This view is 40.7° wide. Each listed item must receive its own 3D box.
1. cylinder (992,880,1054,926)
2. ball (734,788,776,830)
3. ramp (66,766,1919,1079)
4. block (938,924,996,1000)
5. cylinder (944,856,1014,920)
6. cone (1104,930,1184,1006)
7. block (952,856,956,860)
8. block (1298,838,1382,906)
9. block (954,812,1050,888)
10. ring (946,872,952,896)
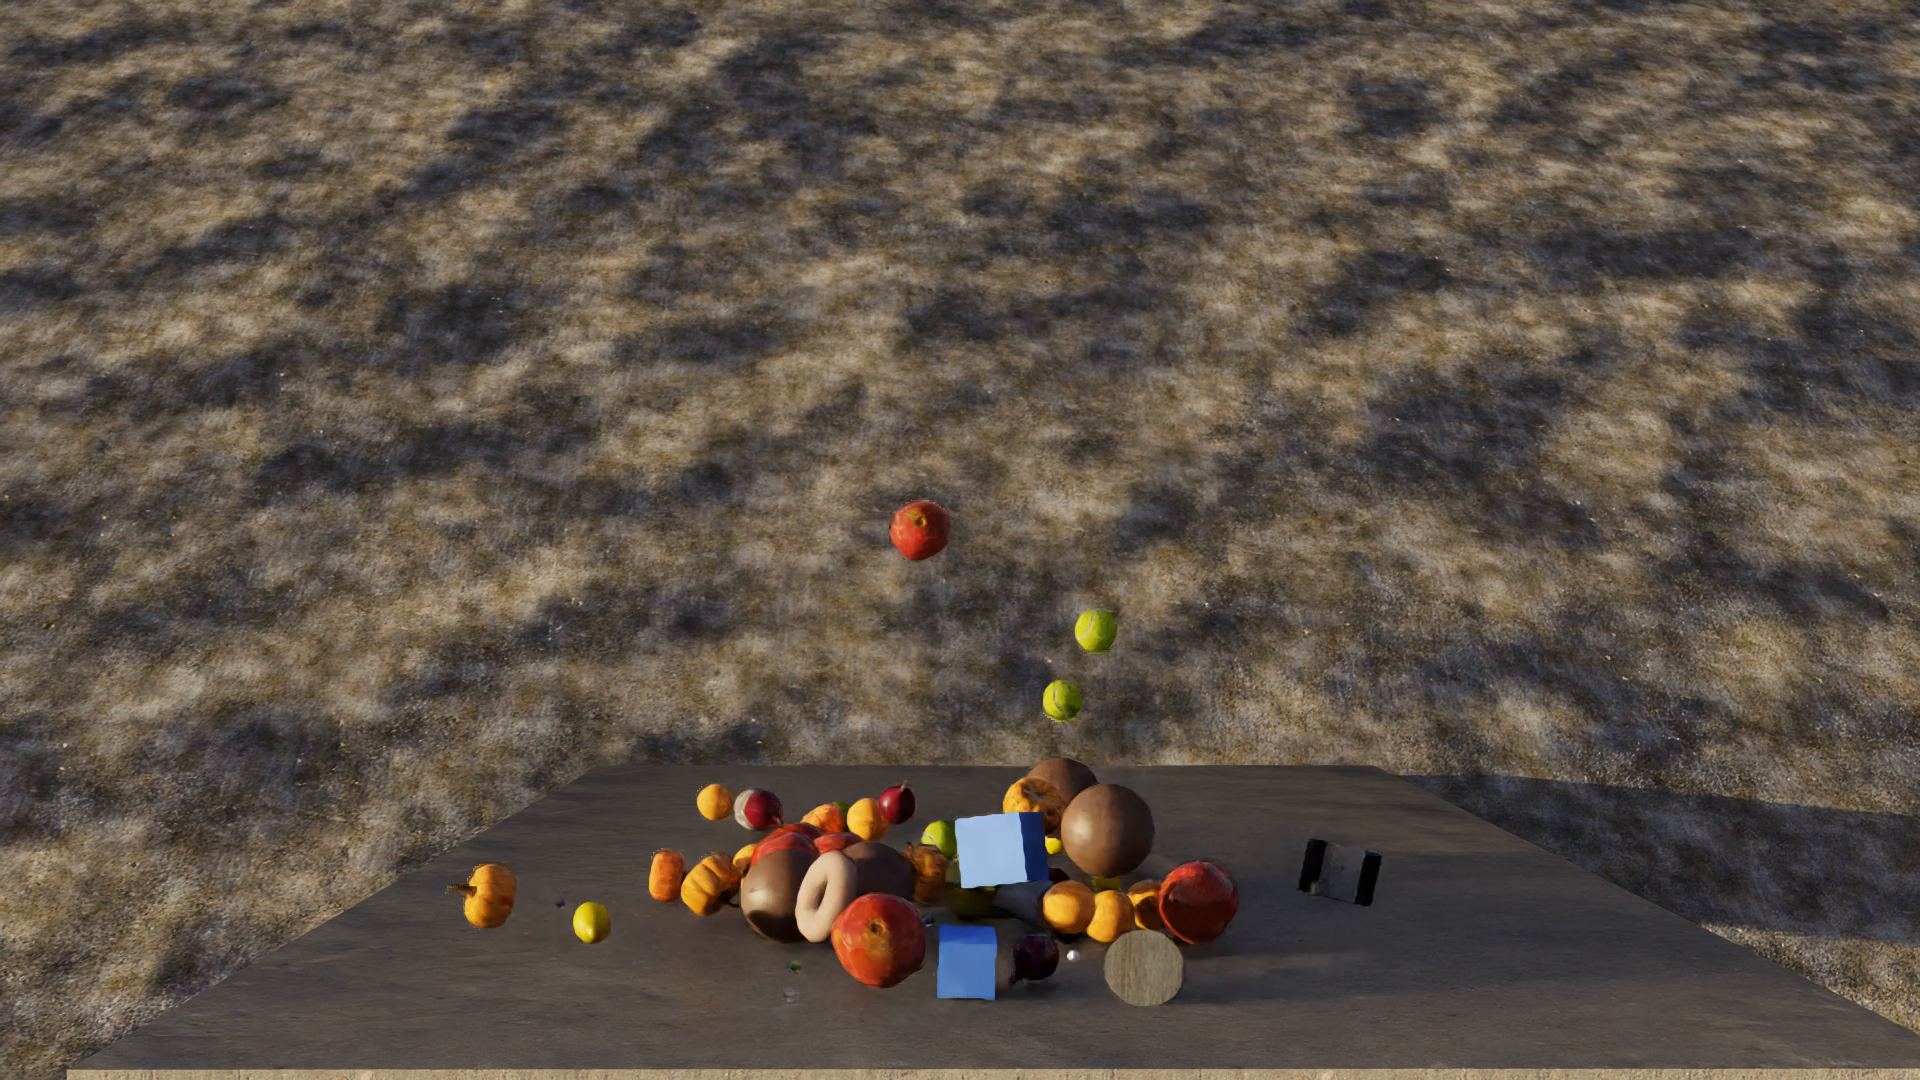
[{"bbox_3d":[0.090,0.507,3.708,0.069,0.069,0.069,23,35,5],"label":"cylinder"},{"bbox_3d":[-0.403,0.528,5.086,0.083,0.083,0.083,0,31,0],"label":"ball"},{"bbox_3d":[0.070,0.617,4.694,2.000,0.100,4.000,0,0,0],"label":"ramp"},{"bbox_3d":[0.008,0.513,3.151,0.069,0.069,0.069,2,9,0],"label":"block"},{"bbox_3d":[0.040,0.512,3.823,0.091,0.091,0.091,-3,27,30],"label":"cylinder"},{"bbox_3d":[0.219,0.532,3.133,0.096,0.096,0.096,1,63,-1],"label":"cone"},{"bbox_3d":[0.033,0.523,3.939,0.076,0.076,0.076,0,0,-12],"label":"block"},{"bbox_3d":[0.574,0.502,3.917,0.081,0.081,0.081,15,-5,-23],"label":"block"},{"bbox_3d":[0.059,0.432,3.612,0.096,0.096,0.096,-9,-9,20],"label":"block"},{"bbox_3d":[0.048,0.538,4.053,0.142,0.047,0.142,-1,-1,0],"label":"ring"}]
